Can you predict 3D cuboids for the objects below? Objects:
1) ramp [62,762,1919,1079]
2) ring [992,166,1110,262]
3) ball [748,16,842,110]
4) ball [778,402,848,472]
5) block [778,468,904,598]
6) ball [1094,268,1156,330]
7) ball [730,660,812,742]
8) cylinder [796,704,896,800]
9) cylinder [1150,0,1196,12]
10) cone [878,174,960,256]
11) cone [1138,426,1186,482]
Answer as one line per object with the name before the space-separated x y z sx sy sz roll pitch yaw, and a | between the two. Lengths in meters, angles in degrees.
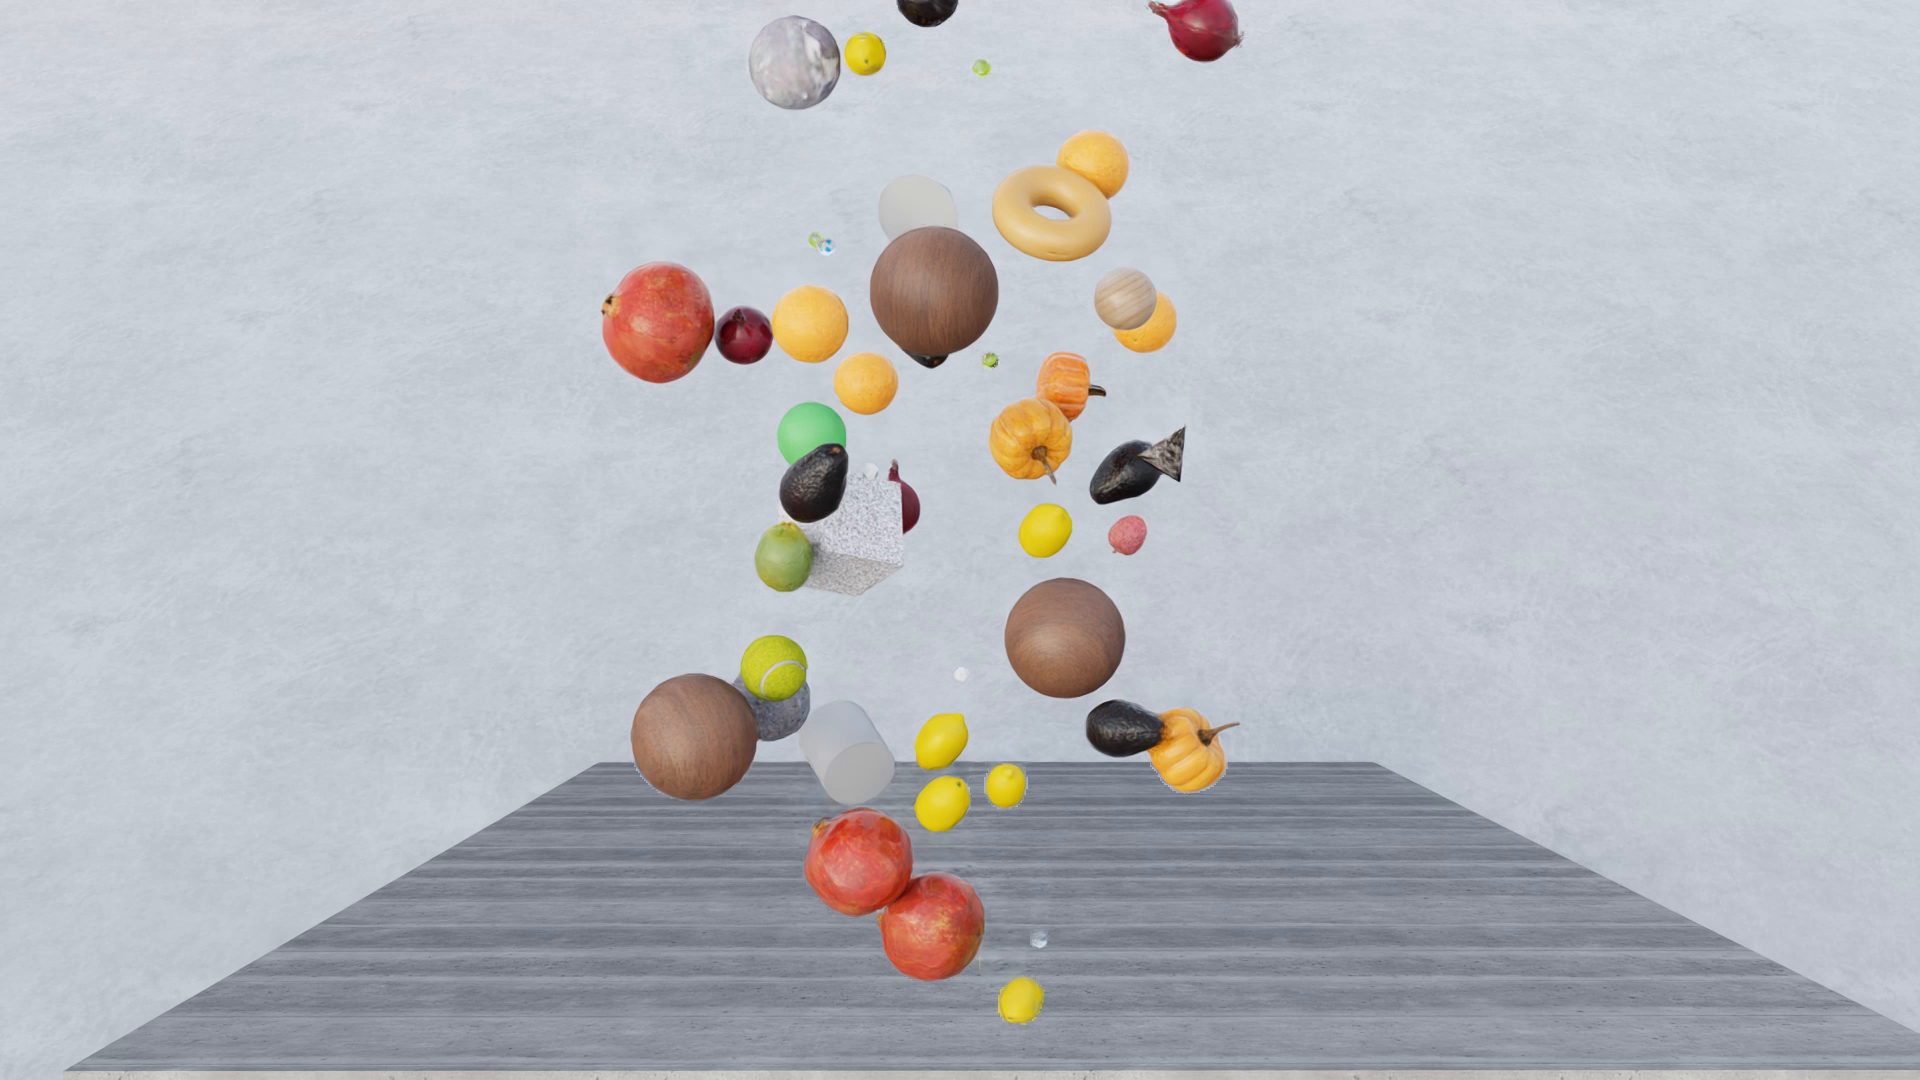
ramp | 0.069 0.612 4.683 2.000 0.100 4.000 0 0 0
ring | 0.087 -0.312 2.471 0.117 0.039 0.117 7 48 -8
ball | -0.158 -0.457 2.480 0.089 0.089 0.089 0 31 0
ball | -0.149 -0.104 2.606 0.070 0.070 0.070 0 31 0
block | -0.123 -0.008 2.663 0.093 0.093 0.093 12 63 -31
ball | 0.163 -0.238 2.551 0.062 0.062 0.062 0 31 0
ball | -0.202 0.171 2.758 0.087 0.087 0.087 0 31 0
cylinder | -0.124 0.232 2.835 0.082 0.082 0.082 -16 23 -25
cylinder | 0.182 -0.526 2.363 0.070 0.070 0.070 14 25 -24
cone | -0.028 -0.364 2.782 0.092 0.092 0.092 10 30 17
cone | 0.222 -0.097 2.706 0.053 0.053 0.053 32 2 -1
